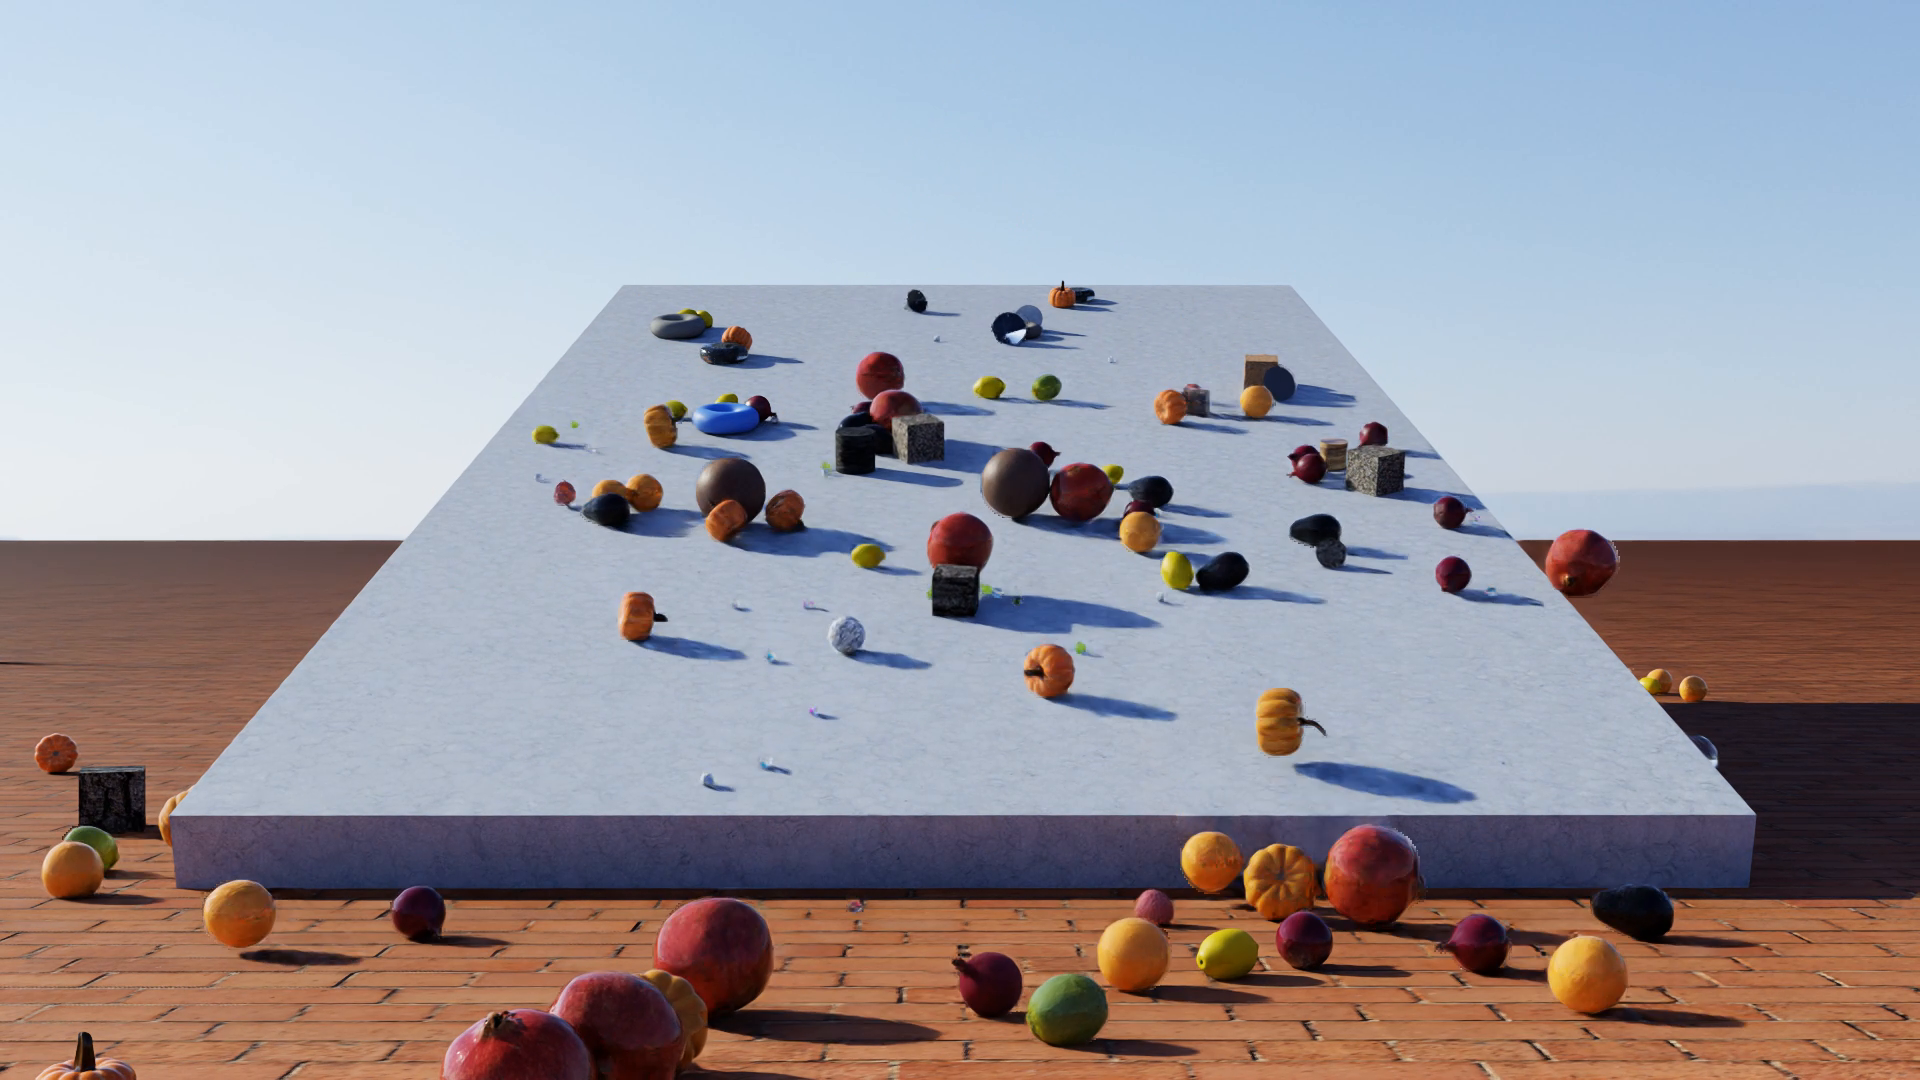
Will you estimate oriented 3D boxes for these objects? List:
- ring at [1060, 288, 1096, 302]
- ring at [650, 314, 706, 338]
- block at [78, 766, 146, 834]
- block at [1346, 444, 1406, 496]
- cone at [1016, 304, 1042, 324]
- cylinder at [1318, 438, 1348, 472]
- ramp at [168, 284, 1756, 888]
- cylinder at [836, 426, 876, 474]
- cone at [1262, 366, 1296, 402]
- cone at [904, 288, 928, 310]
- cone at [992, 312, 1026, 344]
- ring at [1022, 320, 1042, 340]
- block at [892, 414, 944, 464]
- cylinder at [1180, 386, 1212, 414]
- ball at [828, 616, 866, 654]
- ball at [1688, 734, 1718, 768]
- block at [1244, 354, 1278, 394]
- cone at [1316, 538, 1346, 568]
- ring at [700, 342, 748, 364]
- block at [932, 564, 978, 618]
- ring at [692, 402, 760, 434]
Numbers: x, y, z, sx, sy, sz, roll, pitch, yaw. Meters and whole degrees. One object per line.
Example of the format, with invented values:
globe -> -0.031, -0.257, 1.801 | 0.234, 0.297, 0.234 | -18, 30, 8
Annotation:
ring -> 0.338, -0.706, 6.361 | 0.102, 0.034, 0.102 | -1, 15, 0
ring -> -0.747, -0.566, 5.847 | 0.146, 0.049, 0.146 | 0, 17, 0
block -> -1.291, 0.395, 3.366 | 0.092, 0.092, 0.092 | 0, 0, -19
block -> 0.811, -0.136, 4.312 | 0.079, 0.079, 0.079 | -12, 20, -36
cone -> 0.187, -0.583, 5.934 | 0.078, 0.078, 0.078 | 0, -11, 7
cylinder -> 0.758, -0.173, 4.483 | 0.055, 0.055, 0.055 | 0, 16, 0
ramp -> -0.002, -0.161, 4.717 | 2.000, 0.100, 4.000 | 0, 16, 0
cylinder -> -0.211, -0.180, 4.458 | 0.080, 0.080, 0.080 | 0, 16, 0
cone -> 0.721, -0.352, 5.131 | 0.083, 0.083, 0.083 | 0, -12, -23
cone -> -0.140, -0.660, 6.207 | 0.067, 0.067, 0.067 | 0, -24, -44
cone -> 0.120, -0.541, 5.781 | 0.088, 0.088, 0.088 | 0, -11, -9
ring -> 0.165, -0.555, 5.837 | 0.101, 0.034, 0.101 | 2, 20, -1
block -> -0.086, -0.209, 4.553 | 0.082, 0.082, 0.082 | -7, 17, -22
cylinder -> 0.529, -0.312, 4.958 | 0.056, 0.056, 0.056 | -13, -5, 23
ball -> -0.173, 0.145, 3.377 | 0.057, 0.057, 0.057 | 0, 0, 0
ball -> 1.340, 0.397, 4.033 | 0.083, 0.083, 0.083 | 0, 0, 0
block -> 0.708, -0.390, 5.194 | 0.076, 0.076, 0.076 | 2, 16, 6
cone -> 0.639, 0.028, 3.844 | 0.054, 0.054, 0.054 | 0, -11, -7
ring -> -0.590, -0.467, 5.521 | 0.122, 0.041, 0.122 | 1, 15, 0
block -> -0.007, 0.082, 3.574 | 0.068, 0.068, 0.068 | 2, 16, 6
ring -> -0.509, -0.265, 4.808 | 0.145, 0.048, 0.145 | 1, 16, 0
